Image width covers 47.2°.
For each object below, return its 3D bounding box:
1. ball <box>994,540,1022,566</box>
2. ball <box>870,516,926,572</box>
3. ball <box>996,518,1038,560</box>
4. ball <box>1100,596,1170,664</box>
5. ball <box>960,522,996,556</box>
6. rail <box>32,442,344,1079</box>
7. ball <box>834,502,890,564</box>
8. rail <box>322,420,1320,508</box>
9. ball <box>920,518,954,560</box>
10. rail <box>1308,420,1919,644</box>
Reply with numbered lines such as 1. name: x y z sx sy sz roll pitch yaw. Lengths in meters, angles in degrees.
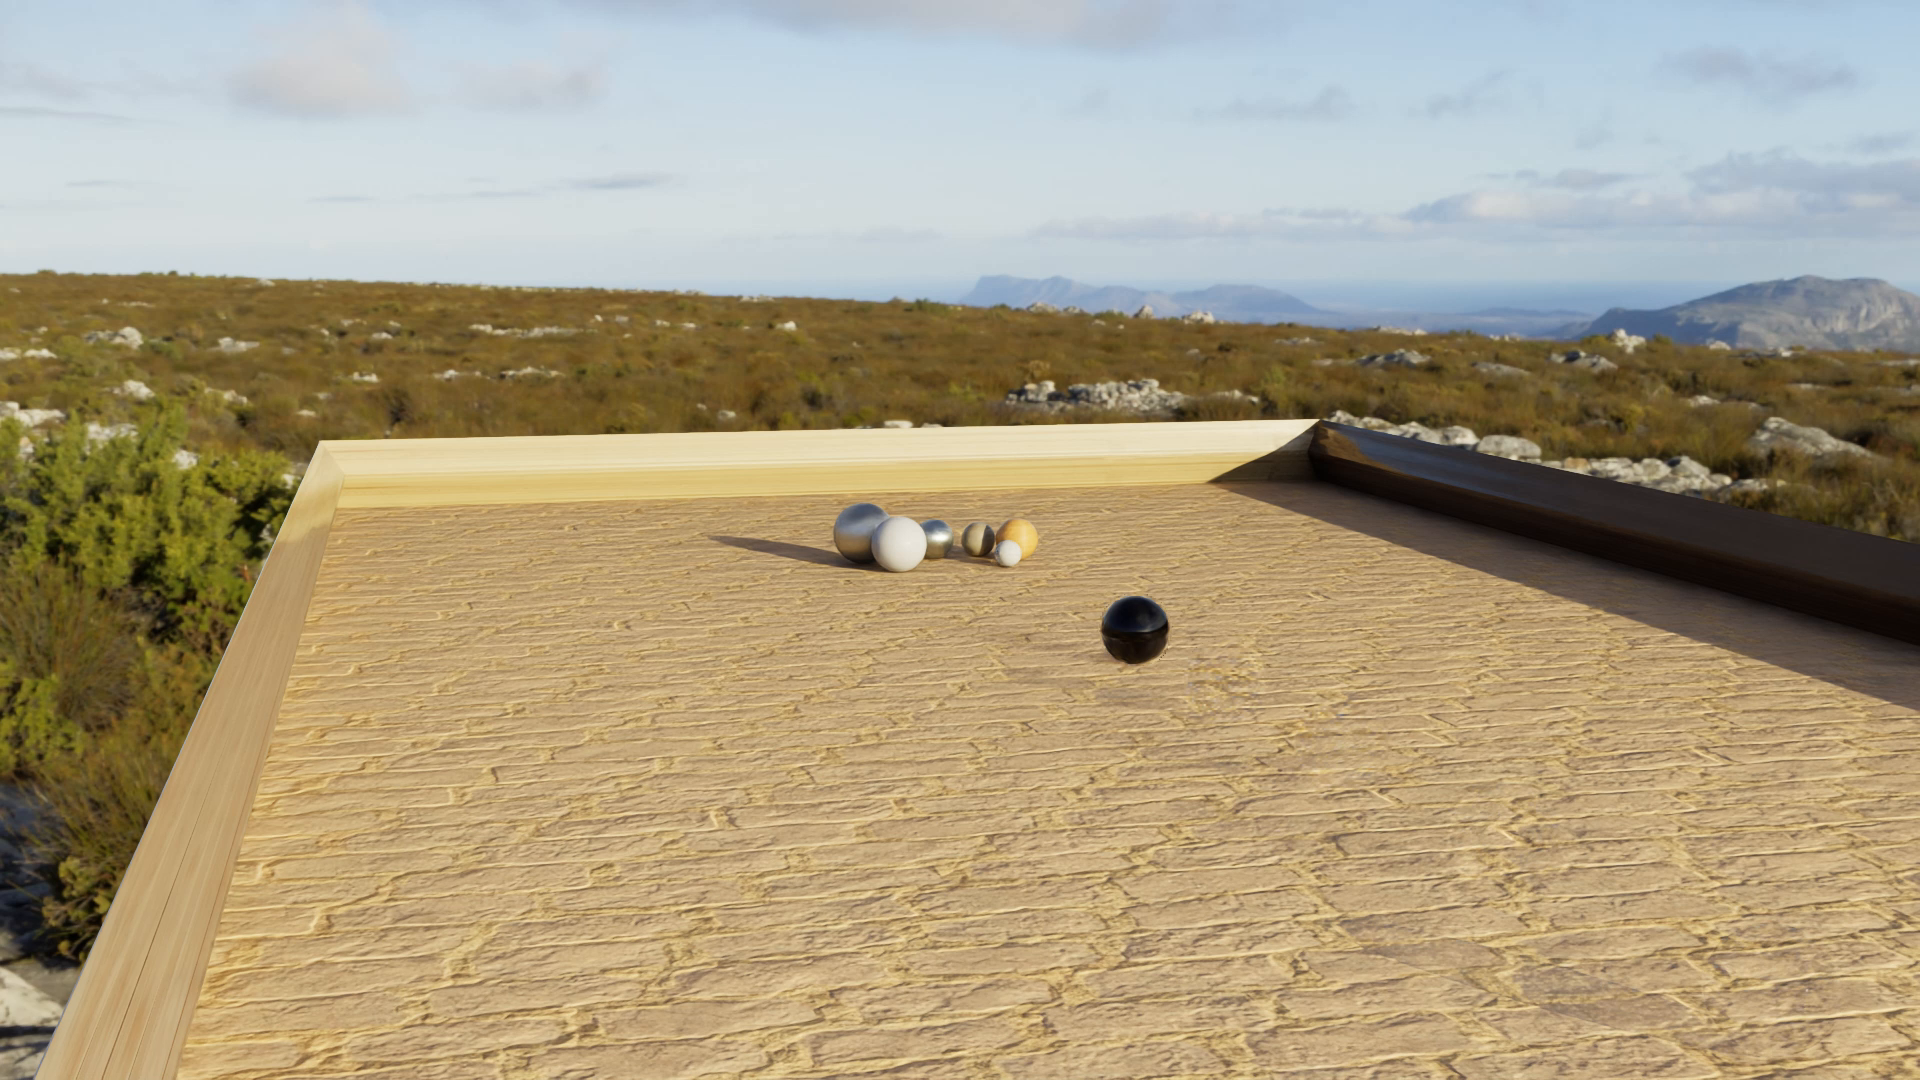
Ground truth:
1. ball: 0.075 0.021 3.451 0.043 0.043 0.043 0 8 0
2. ball: -0.094 0.007 3.395 0.087 0.087 0.087 0 8 0
3. ball: 0.091 -0.001 3.518 0.068 0.068 0.068 0 8 0
4. ball: 0.213 0.109 2.673 0.084 0.084 0.084 0 8 0
5. ball: 0.029 -0.001 3.560 0.056 0.056 0.056 0 8 0
6. rail: -0.738 0.132 2.353 0.045 0.127 3.796 -2 8 -14
7. ball: -0.152 -0.011 3.478 0.098 0.098 0.098 0 8 0
8. rail: -0.221 -0.155 4.390 2.033 0.127 0.045 -2 8 -14
9. ball: -0.042 -0.002 3.534 0.065 0.065 0.065 0 8 0
10. rail: 1.190 0.066 2.822 0.045 0.127 3.796 -2 8 -14
